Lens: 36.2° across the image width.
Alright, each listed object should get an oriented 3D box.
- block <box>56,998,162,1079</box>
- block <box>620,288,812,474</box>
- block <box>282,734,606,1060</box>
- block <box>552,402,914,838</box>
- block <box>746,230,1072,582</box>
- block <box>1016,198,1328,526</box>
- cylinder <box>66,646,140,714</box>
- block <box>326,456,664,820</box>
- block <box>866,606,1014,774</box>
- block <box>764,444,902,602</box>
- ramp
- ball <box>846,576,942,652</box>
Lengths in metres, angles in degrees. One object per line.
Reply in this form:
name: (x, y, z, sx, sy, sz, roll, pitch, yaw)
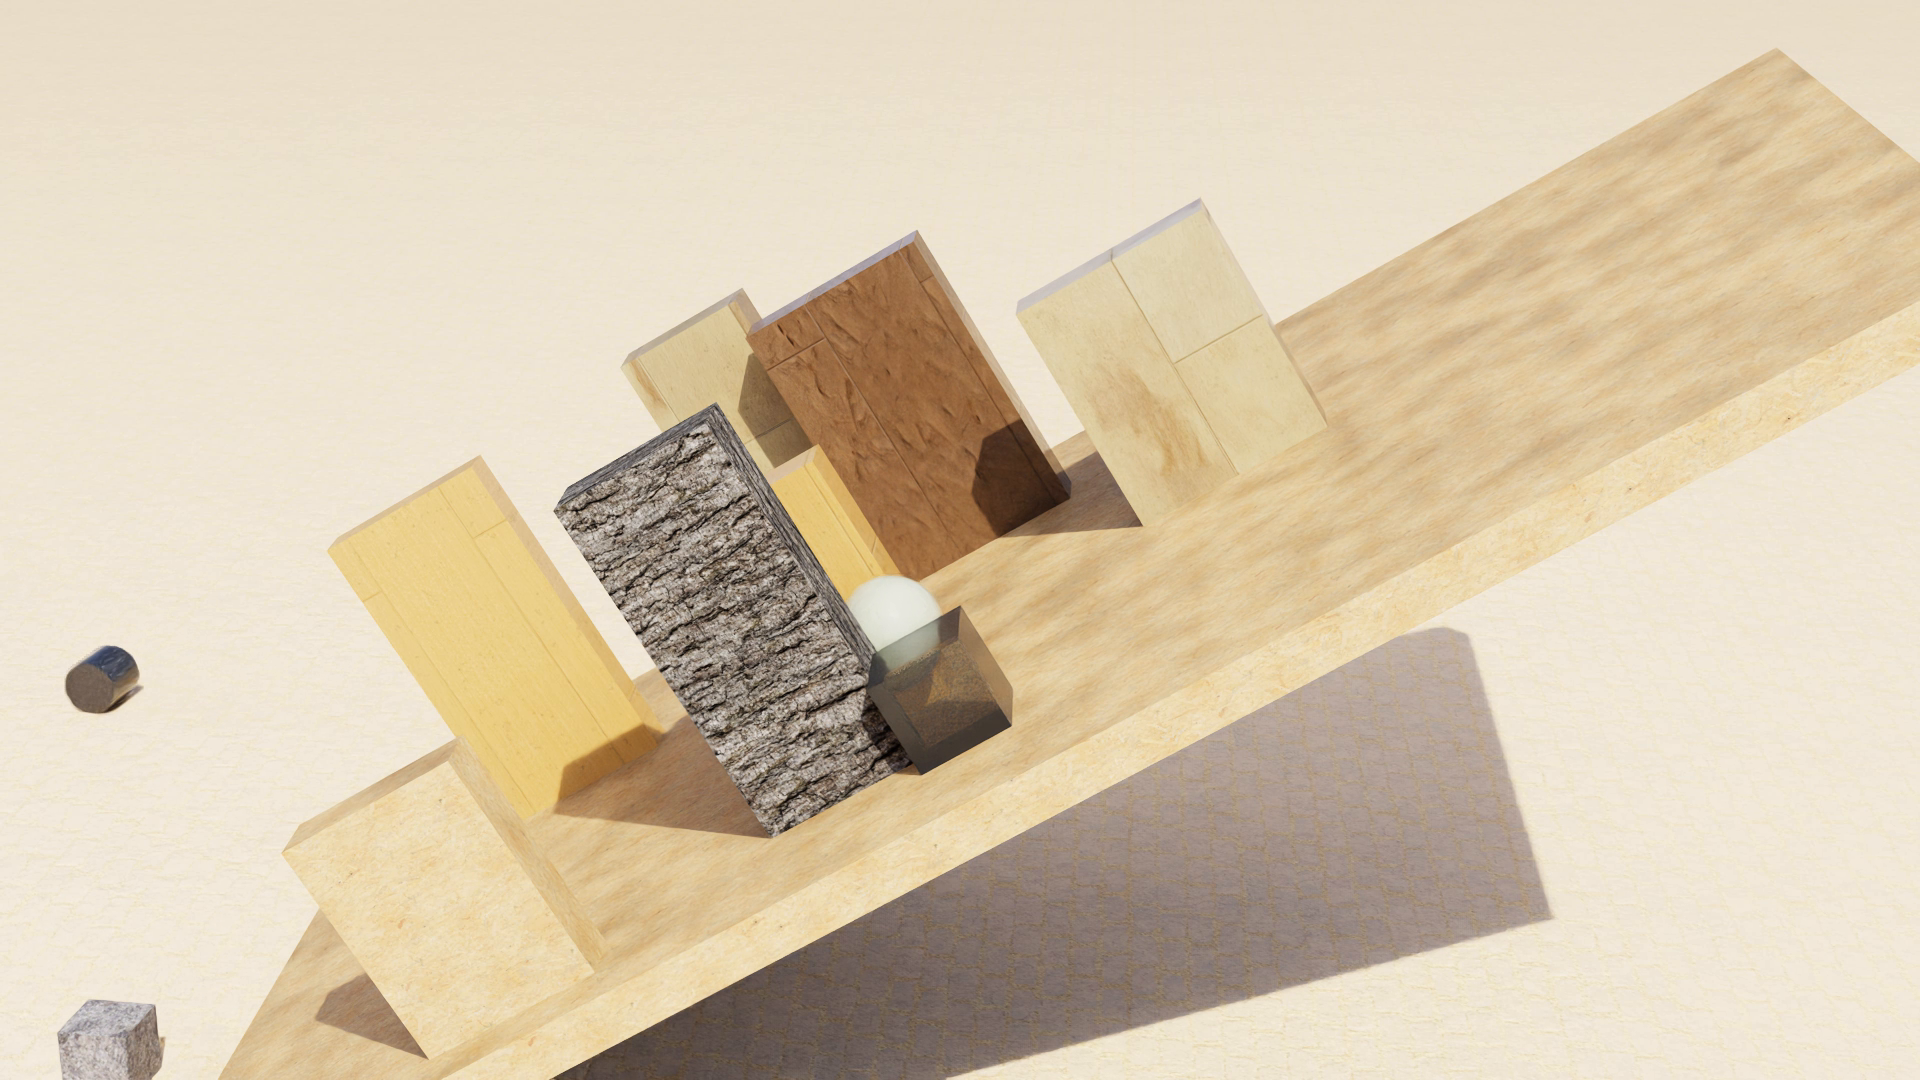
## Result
block: (-1.887, 1.133, 6.532, 0.159, 0.159, 0.159, 3, 19, 9)
block: (-0.463, -0.193, 7.016, 0.322, 0.748, 0.127, -29, 15, 12)
block: (-0.993, 0.693, 5.685, 0.387, 0.507, 0.131, -29, 15, 12)
block: (-0.418, 0.161, 5.702, 0.346, 0.781, 0.147, -29, 15, 12)
block: (-0.113, -0.295, 6.739, 0.445, 0.694, 0.119, -29, 15, 12)
block: (0.444, -0.370, 6.165, 0.441, 0.534, 0.116, -29, 15, 12)
cylinder: (-2.520, 0.410, 8.643, 0.155, 0.155, 0.155, 4, 19, 12)
block: (-1.065, 0.235, 6.783, 0.401, 0.780, 0.095, -29, 15, 12)
block: (-0.036, 0.288, 5.660, 0.201, 0.201, 0.201, -29, 15, 10)
block: (-0.284, 0.119, 6.037, 0.308, 0.543, 0.118, -29, 15, 12)
ramp: (0.142, 0.168, 6.287, 4.000, 0.100, 2.000, -29, 15, 12)
ball: (-0.137, 0.174, 5.875, 0.208, 0.208, 0.208, 0, 19, 0)
